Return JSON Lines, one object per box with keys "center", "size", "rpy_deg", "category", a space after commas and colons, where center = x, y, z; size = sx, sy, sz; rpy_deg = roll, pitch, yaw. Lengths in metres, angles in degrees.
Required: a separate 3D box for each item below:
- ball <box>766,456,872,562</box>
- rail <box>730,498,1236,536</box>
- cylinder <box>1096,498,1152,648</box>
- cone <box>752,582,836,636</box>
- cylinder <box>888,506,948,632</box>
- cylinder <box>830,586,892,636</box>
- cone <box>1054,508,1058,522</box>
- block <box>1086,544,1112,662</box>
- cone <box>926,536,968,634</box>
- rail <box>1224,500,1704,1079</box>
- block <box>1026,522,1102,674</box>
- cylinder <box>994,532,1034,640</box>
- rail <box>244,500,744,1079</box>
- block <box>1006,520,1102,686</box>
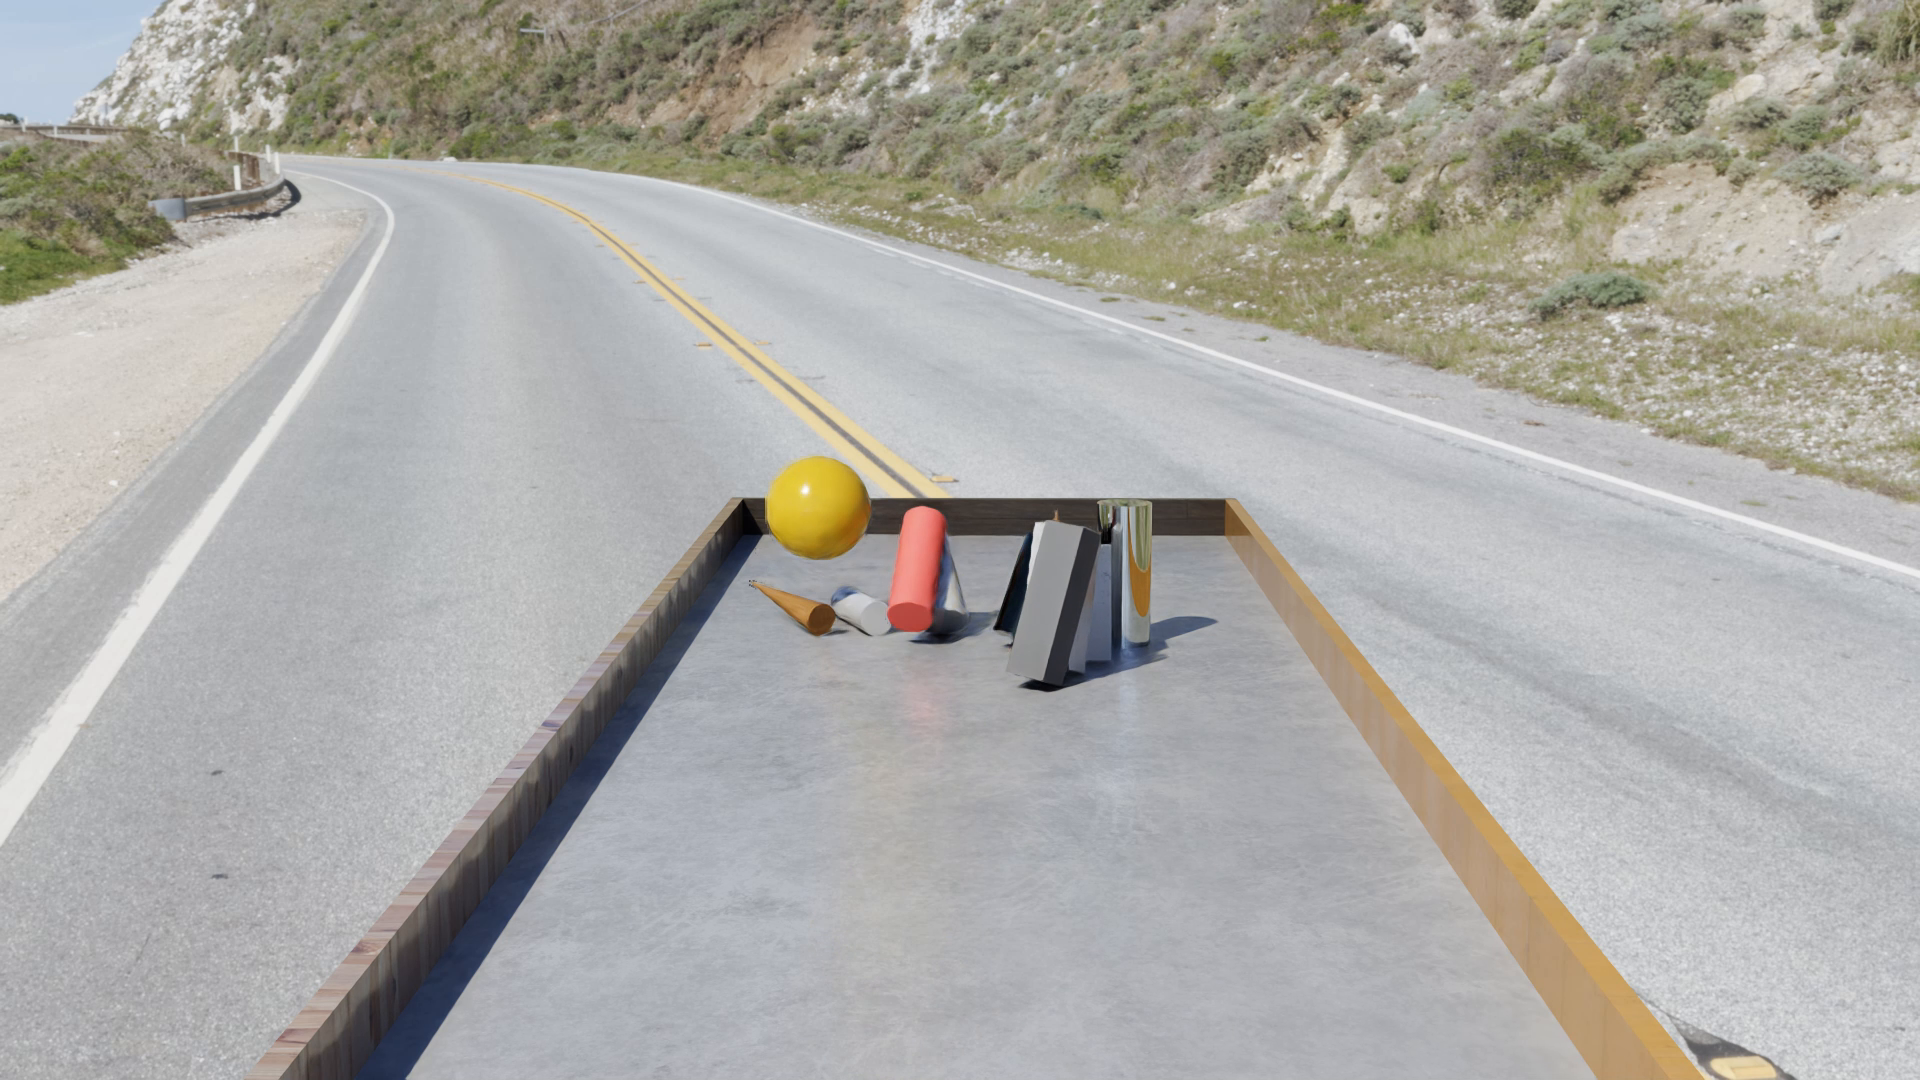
{"center": [-0.460, -0.102, 7.146], "size": [0.340, 0.340, 0.340], "rpy_deg": [0, 9, 0], "category": "ball"}
{"center": [0.099, -0.098, 9.147], "size": [2.100, 0.150, 0.050], "rpy_deg": [0, 9, 1], "category": "rail"}
{"center": [0.515, 0.104, 6.921], "size": [0.172, 0.448, 0.172], "rpy_deg": [0, 9, 0], "category": "cylinder"}
{"center": [-0.573, 0.196, 7.181], "size": [0.106, 0.106, 0.427], "rpy_deg": [-7, 20, -38], "category": "cone"}
{"center": [-0.134, 0.092, 6.991], "size": [0.144, 0.144, 0.406], "rpy_deg": [1, 48, 8], "category": "cylinder"}
{"center": [-0.322, 0.230, 7.199], "size": [0.112, 0.112, 0.306], "rpy_deg": [-3, 10, -21], "category": "cylinder"}
{"center": [0.292, 0.100, 6.994], "size": [0.161, 0.414, 0.161], "rpy_deg": [5, 2, 0], "category": "cone"}
{"center": [0.380, 0.187, 6.672], "size": [0.148, 0.348, 0.148], "rpy_deg": [0, 3, 0], "category": "block"}
{"center": [-0.058, 0.099, 7.109], "size": [0.179, 0.364, 0.179], "rpy_deg": [1, -28, 1], "category": "cone"}
{"center": [1.046, 0.843, 3.208], "size": [0.050, 0.150, 12.000], "rpy_deg": [0, 9, 1], "category": "rail"}
{"center": [0.294, 0.172, 6.484], "size": [0.158, 0.419, 0.158], "rpy_deg": [5, -7, 21], "category": "block"}
{"center": [0.237, 0.157, 6.857], "size": [0.173, 0.321, 0.173], "rpy_deg": [19, -9, 3], "category": "cylinder"}
{"center": [-1.004, 0.839, 3.234], "size": [0.050, 0.150, 12.000], "rpy_deg": [0, 9, 1], "category": "rail"}
{"center": [0.270, 0.182, 6.330], "size": [0.123, 0.453, 0.123], "rpy_deg": [13, -4, 30], "category": "block"}
